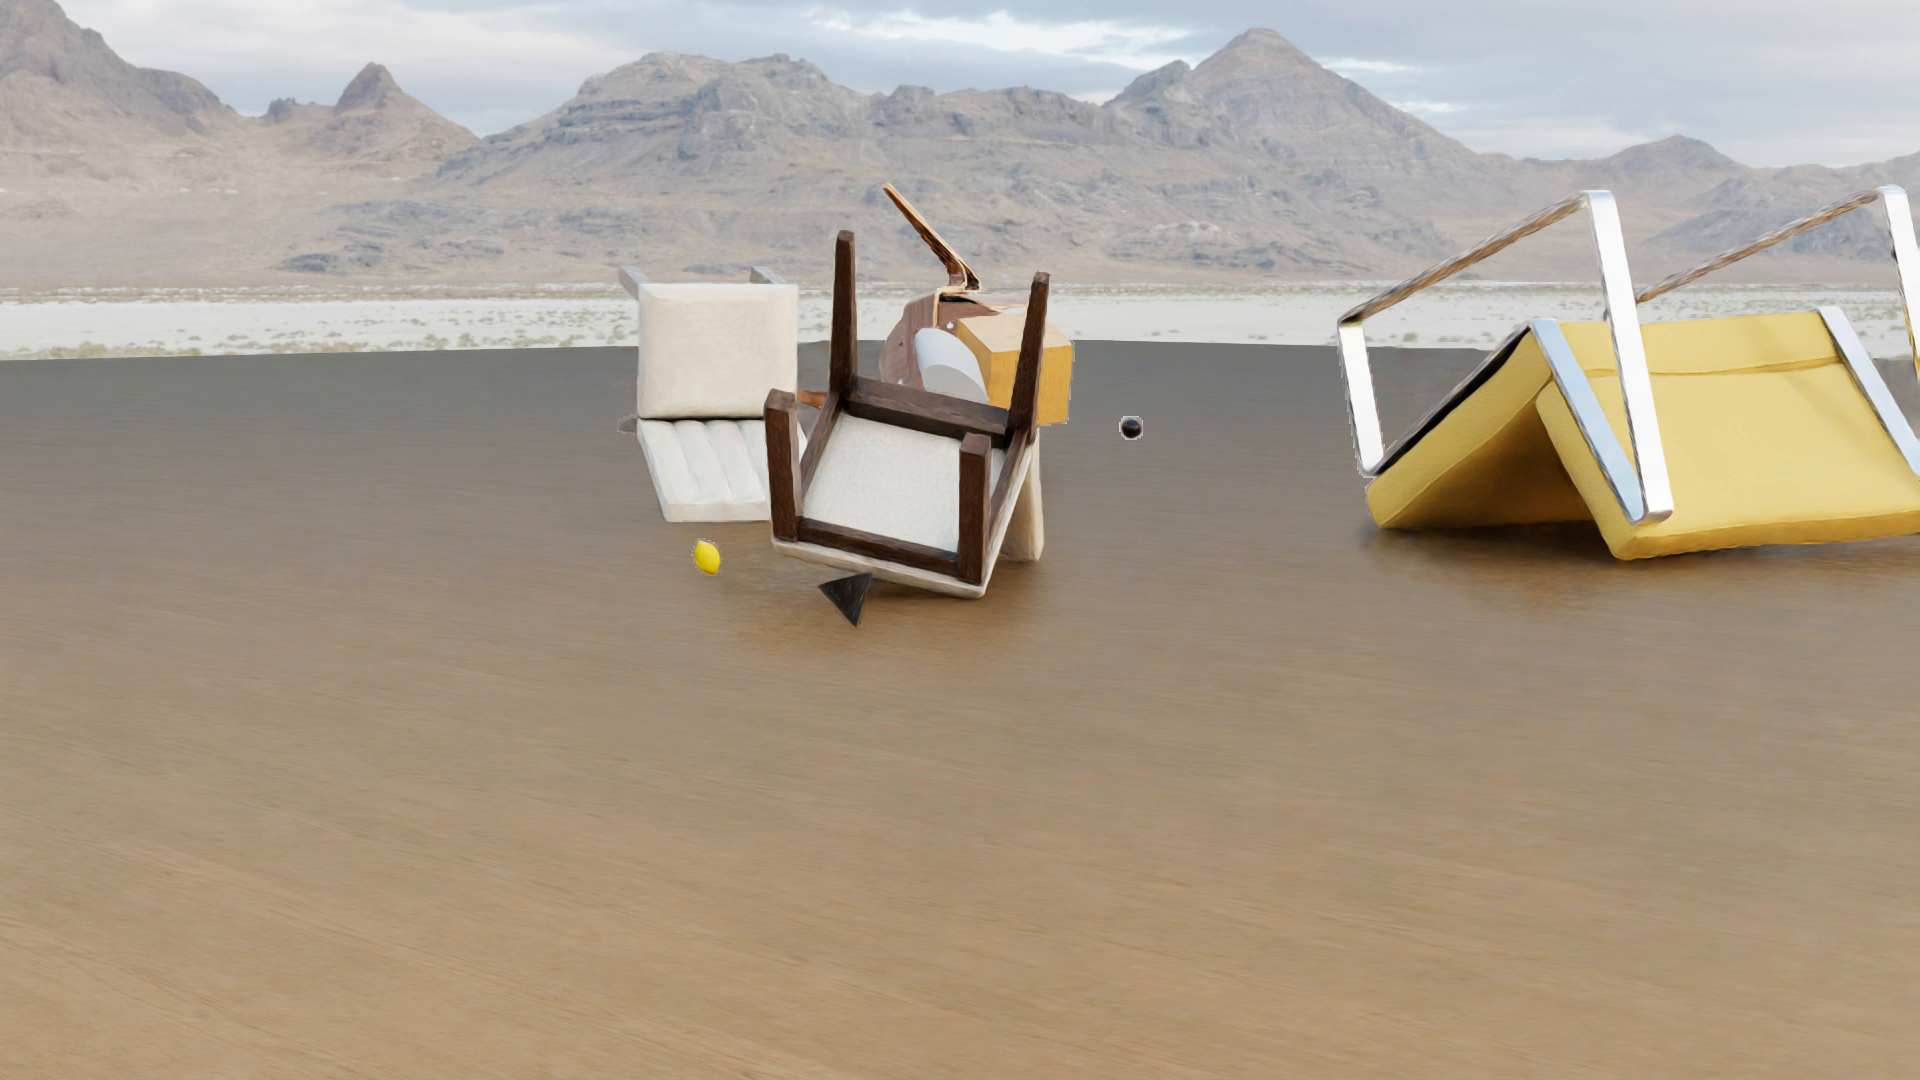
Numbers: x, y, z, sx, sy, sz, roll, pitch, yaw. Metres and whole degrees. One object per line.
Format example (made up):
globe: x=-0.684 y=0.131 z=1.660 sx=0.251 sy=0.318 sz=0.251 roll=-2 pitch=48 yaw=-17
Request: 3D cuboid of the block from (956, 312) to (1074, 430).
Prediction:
block: x=0.169 y=-0.551 z=8.325 sx=0.283 sy=0.270 sz=0.283 roll=-7 pitch=29 yaw=-22

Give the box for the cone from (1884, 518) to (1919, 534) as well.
cone: x=2.446 y=-0.027 z=6.580 sx=0.101 sy=0.039 sz=0.103 roll=10 pitch=6 yaw=-16

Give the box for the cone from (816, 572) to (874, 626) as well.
cone: x=-0.205 y=0.120 z=4.818 sx=0.120 sy=0.093 sz=0.094 roll=-17 pitch=-6 yaw=35

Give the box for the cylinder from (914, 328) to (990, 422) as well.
cylinder: x=-0.025 y=-0.500 z=7.761 sx=0.250 sy=0.131 sz=0.279 roll=38 pitch=18 yaw=-23
